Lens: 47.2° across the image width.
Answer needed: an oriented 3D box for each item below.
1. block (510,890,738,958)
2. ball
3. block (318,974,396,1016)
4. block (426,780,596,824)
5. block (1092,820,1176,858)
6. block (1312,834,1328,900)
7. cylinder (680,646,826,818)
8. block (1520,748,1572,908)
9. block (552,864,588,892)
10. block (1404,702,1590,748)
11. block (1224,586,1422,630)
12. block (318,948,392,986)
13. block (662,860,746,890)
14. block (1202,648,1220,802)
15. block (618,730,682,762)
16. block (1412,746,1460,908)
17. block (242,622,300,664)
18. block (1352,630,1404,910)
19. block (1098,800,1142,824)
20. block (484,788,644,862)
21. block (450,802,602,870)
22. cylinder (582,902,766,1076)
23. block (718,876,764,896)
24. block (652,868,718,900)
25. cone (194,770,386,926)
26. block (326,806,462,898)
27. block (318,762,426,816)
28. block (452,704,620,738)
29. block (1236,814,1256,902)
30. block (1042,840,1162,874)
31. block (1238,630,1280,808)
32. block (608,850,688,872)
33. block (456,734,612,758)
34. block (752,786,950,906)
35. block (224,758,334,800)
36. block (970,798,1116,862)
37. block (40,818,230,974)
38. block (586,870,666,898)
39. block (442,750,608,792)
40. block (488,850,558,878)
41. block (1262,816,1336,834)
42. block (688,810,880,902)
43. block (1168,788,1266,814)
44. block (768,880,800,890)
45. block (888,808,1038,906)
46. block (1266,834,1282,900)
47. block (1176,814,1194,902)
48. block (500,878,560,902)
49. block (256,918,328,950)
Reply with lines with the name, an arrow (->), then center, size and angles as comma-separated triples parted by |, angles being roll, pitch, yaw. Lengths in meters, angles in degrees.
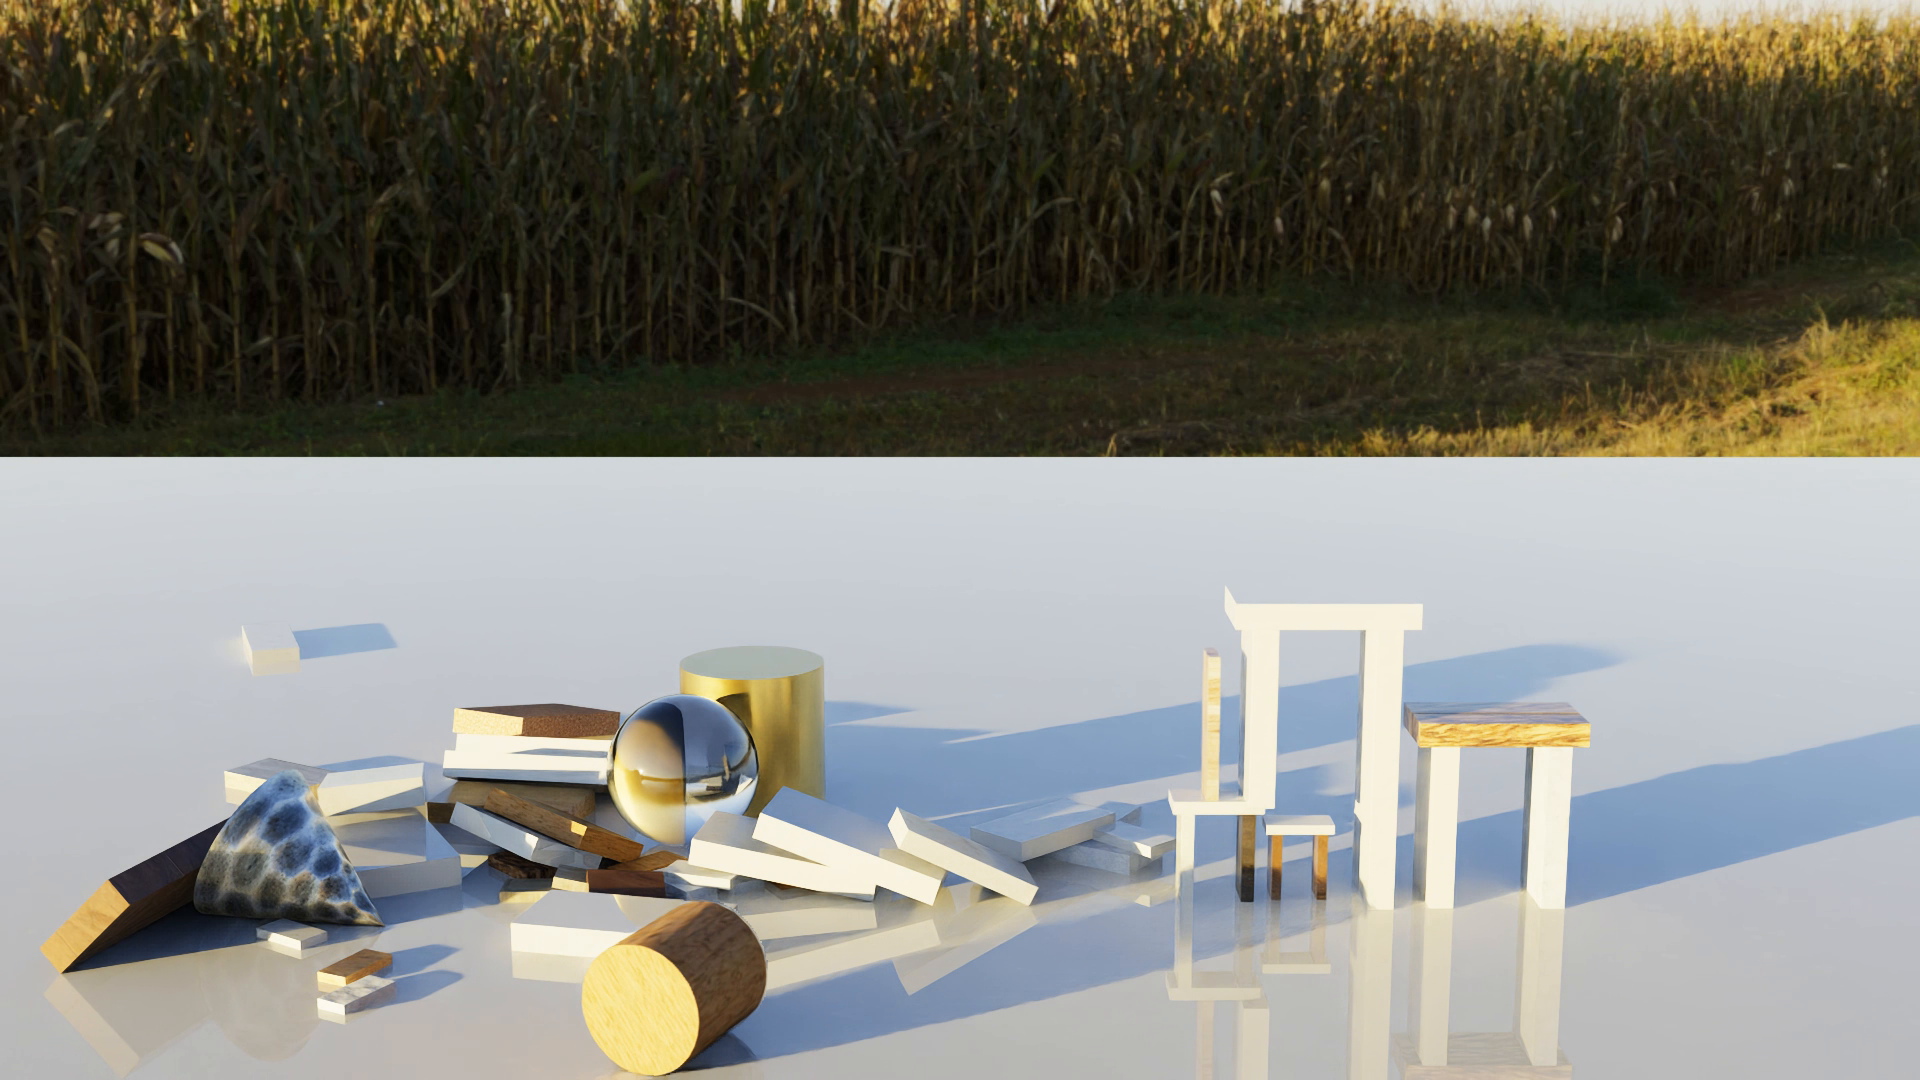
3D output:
block -> -0.524, 0.608, 3.451 | 0.316, 0.045, 0.158 | 2, 11, 13
ball -> -0.493, 0.408, 3.908 | 0.271, 0.271, 0.271 | 0, 11, 0
block -> -0.883, 0.666, 3.221 | 0.053, 0.015, 0.105 | 6, 12, 29
block -> -0.832, 0.493, 4.083 | 0.274, 0.039, 0.137 | 2, 11, 12
block -> 0.303, 0.518, 3.813 | 0.068, 0.019, 0.136 | -10, 14, -42
block -> 0.598, 0.535, 3.656 | 0.016, 0.113, 0.056 | 0, 11, 0
cylinder -> -0.391, 0.362, 4.154 | 0.271, 0.271, 0.271 | 0, 11, 0
block -> 0.970, 0.456, 3.641 | 0.039, 0.274, 0.137 | 0, 11, 0
block -> -0.607, 0.570, 3.652 | 0.130, 0.018, 0.065 | 12, 10, -3
block -> 0.879, 0.303, 3.612 | 0.274, 0.039, 0.137 | 0, 11, 0
block -> 0.588, 0.109, 3.577 | 0.297, 0.042, 0.149 | 0, 11, 0
block -> -0.914, 0.646, 3.325 | 0.053, 0.015, 0.105 | 5, 12, 25
block -> -0.429, 0.560, 3.681 | 0.127, 0.018, 0.063 | 4, 11, 19
block -> 0.412, 0.303, 3.614 | 0.019, 0.242, 0.068 | -1, 11, -1
block -> -0.579, 0.422, 4.487 | 0.220, 0.031, 0.110 | 3, 11, 14
block -> 0.788, 0.456, 3.641 | 0.039, 0.274, 0.137 | 0, 11, 0
block -> -1.696, 0.251, 5.408 | 0.110, 0.031, 0.303 | -4, 11, -22
block -> 0.687, 0.360, 3.624 | 0.042, 0.469, 0.149 | 0, 11, 0
block -> 0.274, 0.511, 4.044 | 0.068, 0.019, 0.136 | 6, 12, 29
block -> -0.695, 0.501, 3.850 | 0.277, 0.039, 0.137 | 13, -10, 42
block -> -0.753, 0.517, 3.805 | 0.137, 0.039, 0.274 | 25, -9, -42
cylinder -> -0.392, 0.615, 3.031 | 0.184, 0.184, 0.184 | 5, 12, 24
block -> -0.398, 0.571, 3.723 | 0.127, 0.018, 0.063 | 9, 14, 42
block -> -0.469, 0.576, 3.694 | 0.063, 0.018, 0.125 | -9, 14, -41
cone -> -1.033, 0.553, 3.538 | 0.269, 0.269, 0.269 | 29, 17, 9
block -> -1.002, 0.536, 3.823 | 0.178, 0.050, 0.355 | -5, 12, -27
block -> -1.073, 0.456, 4.031 | 0.178, 0.050, 0.355 | -6, 0, -13
block -> -0.866, 0.374, 4.522 | 0.168, 0.048, 0.336 | 5, 0, 26
block -> 0.474, 0.517, 3.653 | 0.021, 0.150, 0.075 | 0, 11, 0
block -> 0.221, 0.535, 3.873 | 0.243, 0.034, 0.121 | 7, 12, 32
block -> 0.489, 0.276, 3.608 | 0.042, 0.297, 0.149 | 0, 11, 0
block -> -0.536, 0.562, 3.772 | 0.063, 0.018, 0.125 | 10, 14, 42
block -> -0.794, 0.419, 4.296 | 0.336, 0.048, 0.168 | 2, -11, 9
block -> -0.173, 0.507, 3.665 | 0.316, 0.045, 0.158 | 20, 13, 5
block -> -1.303, 0.465, 4.256 | 0.220, 0.031, 0.110 | 6, 12, 31
block -> 0.146, 0.505, 3.838 | 0.121, 0.034, 0.243 | 10, 14, 44
block -> -1.245, 0.535, 3.532 | 0.178, 0.050, 0.503 | -42, -3, 18
block -> -0.550, 0.571, 3.617 | 0.125, 0.018, 0.063 | 4, 33, -15
block -> -0.787, 0.441, 4.162 | 0.336, 0.048, 0.168 | 2, -12, 8
block -> -0.750, 0.560, 3.782 | 0.065, 0.018, 0.130 | -9, 14, -41
block -> 0.560, 0.472, 3.644 | 0.112, 0.016, 0.056 | 0, 11, 0
block -> -0.283, 0.533, 3.718 | 0.316, 0.045, 0.158 | 11, 12, 6
block -> 0.424, 0.432, 3.637 | 0.150, 0.021, 0.075 | 0, 11, 0
block -> -0.303, 0.565, 3.753 | 0.063, 0.018, 0.127 | -6, 12, -29
block -> 0.004, 0.523, 3.639 | 0.243, 0.034, 0.122 | 26, 5, -14
block -> 0.523, 0.535, 3.656 | 0.016, 0.113, 0.056 | 0, 11, 0
block -> 0.374, 0.517, 3.652 | 0.021, 0.150, 0.075 | 0, 11, 0
block -> -0.695, 0.583, 3.658 | 0.130, 0.018, 0.065 | 0, 11, -1
block -> -1.052, 0.621, 3.464 | 0.105, 0.015, 0.053 | 7, 13, 34
